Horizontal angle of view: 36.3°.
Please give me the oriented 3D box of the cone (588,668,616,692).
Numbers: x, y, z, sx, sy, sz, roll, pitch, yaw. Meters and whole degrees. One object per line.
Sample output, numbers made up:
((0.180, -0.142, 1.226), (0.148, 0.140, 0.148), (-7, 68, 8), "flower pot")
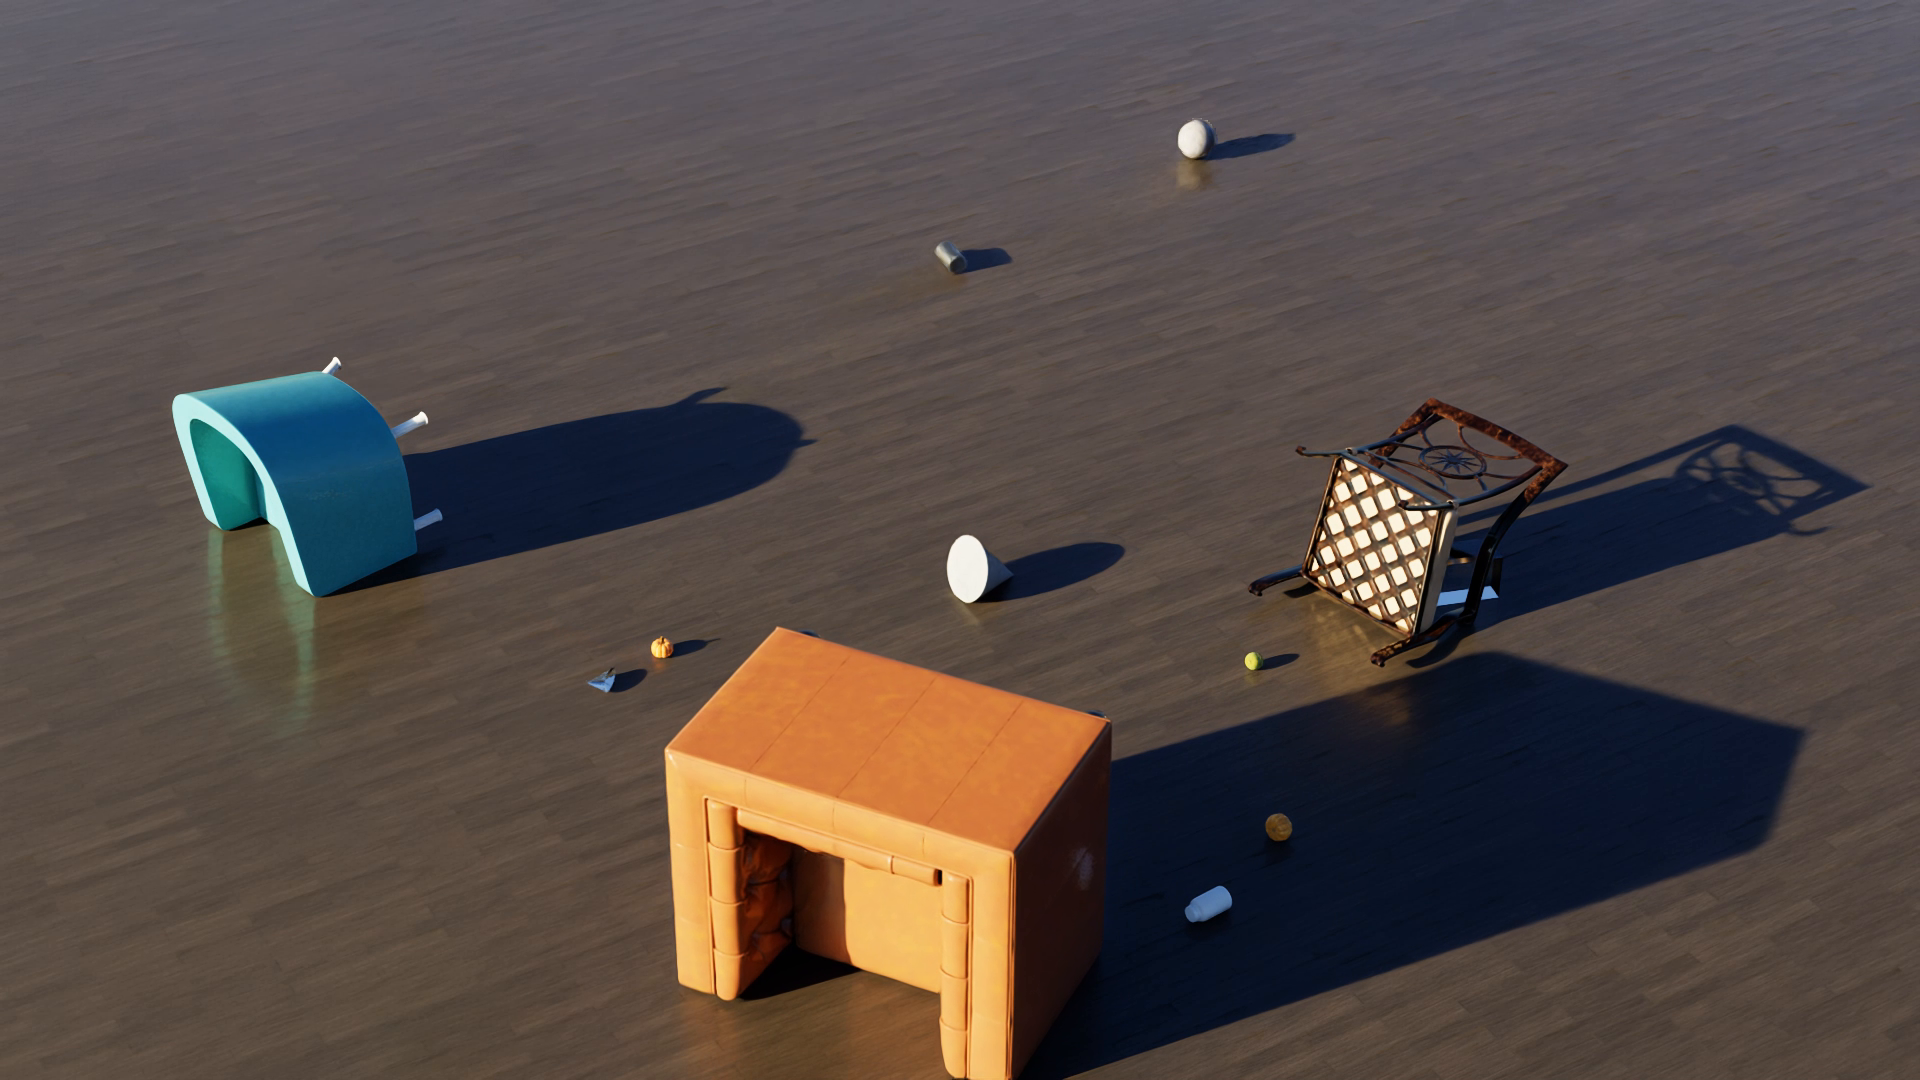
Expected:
((-1.256, 0.491, 10.178), (0.087, 0.050, 0.128), (-8, 32, 18), "cone")

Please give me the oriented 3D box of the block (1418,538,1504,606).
((1.809, 0.116, 10.611), (0.262, 0.174, 0.136), (-7, 34, -11), "block")

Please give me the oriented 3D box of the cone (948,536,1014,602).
((0.113, 0.116, 10.676), (0.228, 0.213, 0.255), (8, 52, -40), "cone")

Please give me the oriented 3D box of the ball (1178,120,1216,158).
((1.098, -1.857, 13.604), (0.176, 0.176, 0.176), (0, 33, 0), "ball")
